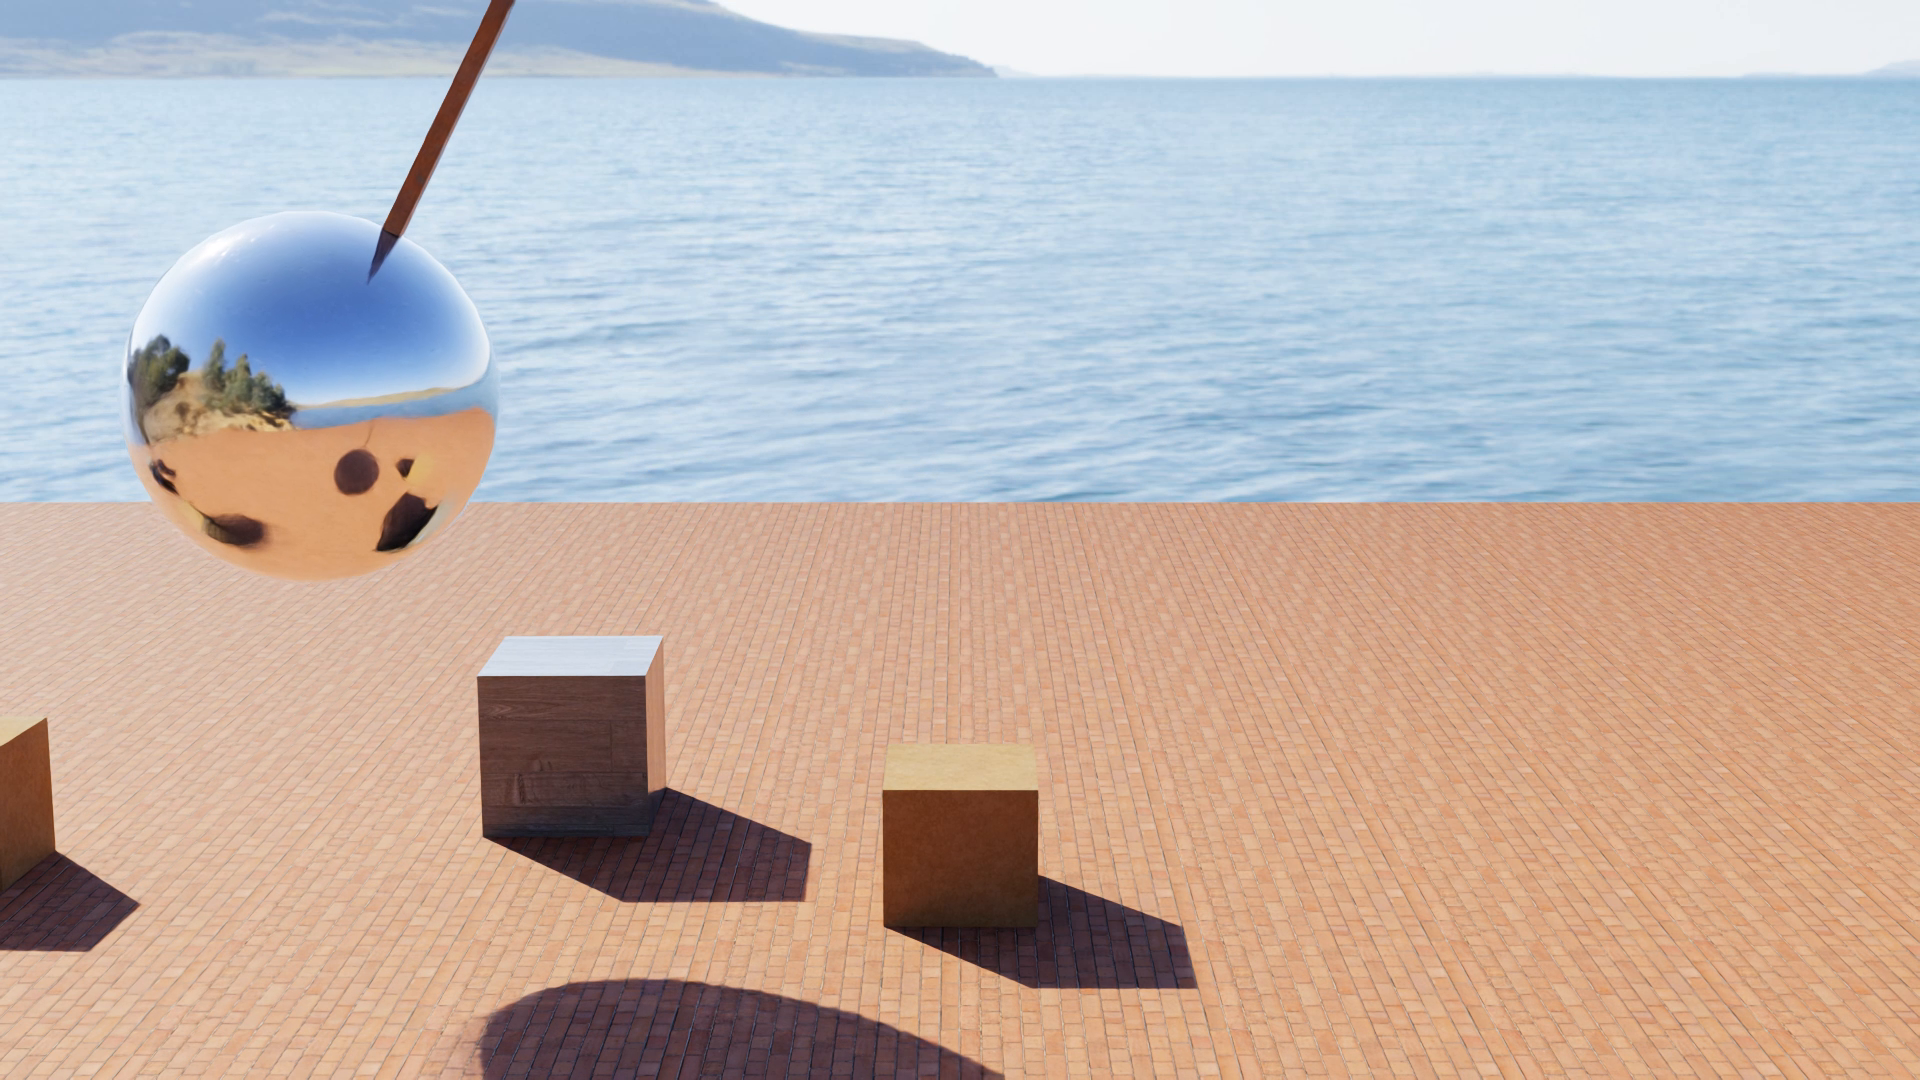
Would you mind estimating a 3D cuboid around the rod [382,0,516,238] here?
[{"bbox_3d":[-1.210,-3.577,10.530,0.080,5.200,0.080,27,9,-5],"label":"rod"}]

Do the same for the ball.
[{"bbox_3d":[-2.793,-0.617,11.068,1.600,1.600,1.600,0,10,0],"label":"ball"}]

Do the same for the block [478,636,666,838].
[{"bbox_3d":[-1.845,0.928,12.307,0.775,0.770,0.845,0,10,-1],"label":"block"}]

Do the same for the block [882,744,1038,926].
[{"bbox_3d":[0.003,1.256,11.007,0.645,0.590,0.738,0,10,0],"label":"block"}]

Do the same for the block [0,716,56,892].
[{"bbox_3d":[-4.459,1.163,11.414,0.611,0.629,0.600,0,10,2],"label":"block"}]
